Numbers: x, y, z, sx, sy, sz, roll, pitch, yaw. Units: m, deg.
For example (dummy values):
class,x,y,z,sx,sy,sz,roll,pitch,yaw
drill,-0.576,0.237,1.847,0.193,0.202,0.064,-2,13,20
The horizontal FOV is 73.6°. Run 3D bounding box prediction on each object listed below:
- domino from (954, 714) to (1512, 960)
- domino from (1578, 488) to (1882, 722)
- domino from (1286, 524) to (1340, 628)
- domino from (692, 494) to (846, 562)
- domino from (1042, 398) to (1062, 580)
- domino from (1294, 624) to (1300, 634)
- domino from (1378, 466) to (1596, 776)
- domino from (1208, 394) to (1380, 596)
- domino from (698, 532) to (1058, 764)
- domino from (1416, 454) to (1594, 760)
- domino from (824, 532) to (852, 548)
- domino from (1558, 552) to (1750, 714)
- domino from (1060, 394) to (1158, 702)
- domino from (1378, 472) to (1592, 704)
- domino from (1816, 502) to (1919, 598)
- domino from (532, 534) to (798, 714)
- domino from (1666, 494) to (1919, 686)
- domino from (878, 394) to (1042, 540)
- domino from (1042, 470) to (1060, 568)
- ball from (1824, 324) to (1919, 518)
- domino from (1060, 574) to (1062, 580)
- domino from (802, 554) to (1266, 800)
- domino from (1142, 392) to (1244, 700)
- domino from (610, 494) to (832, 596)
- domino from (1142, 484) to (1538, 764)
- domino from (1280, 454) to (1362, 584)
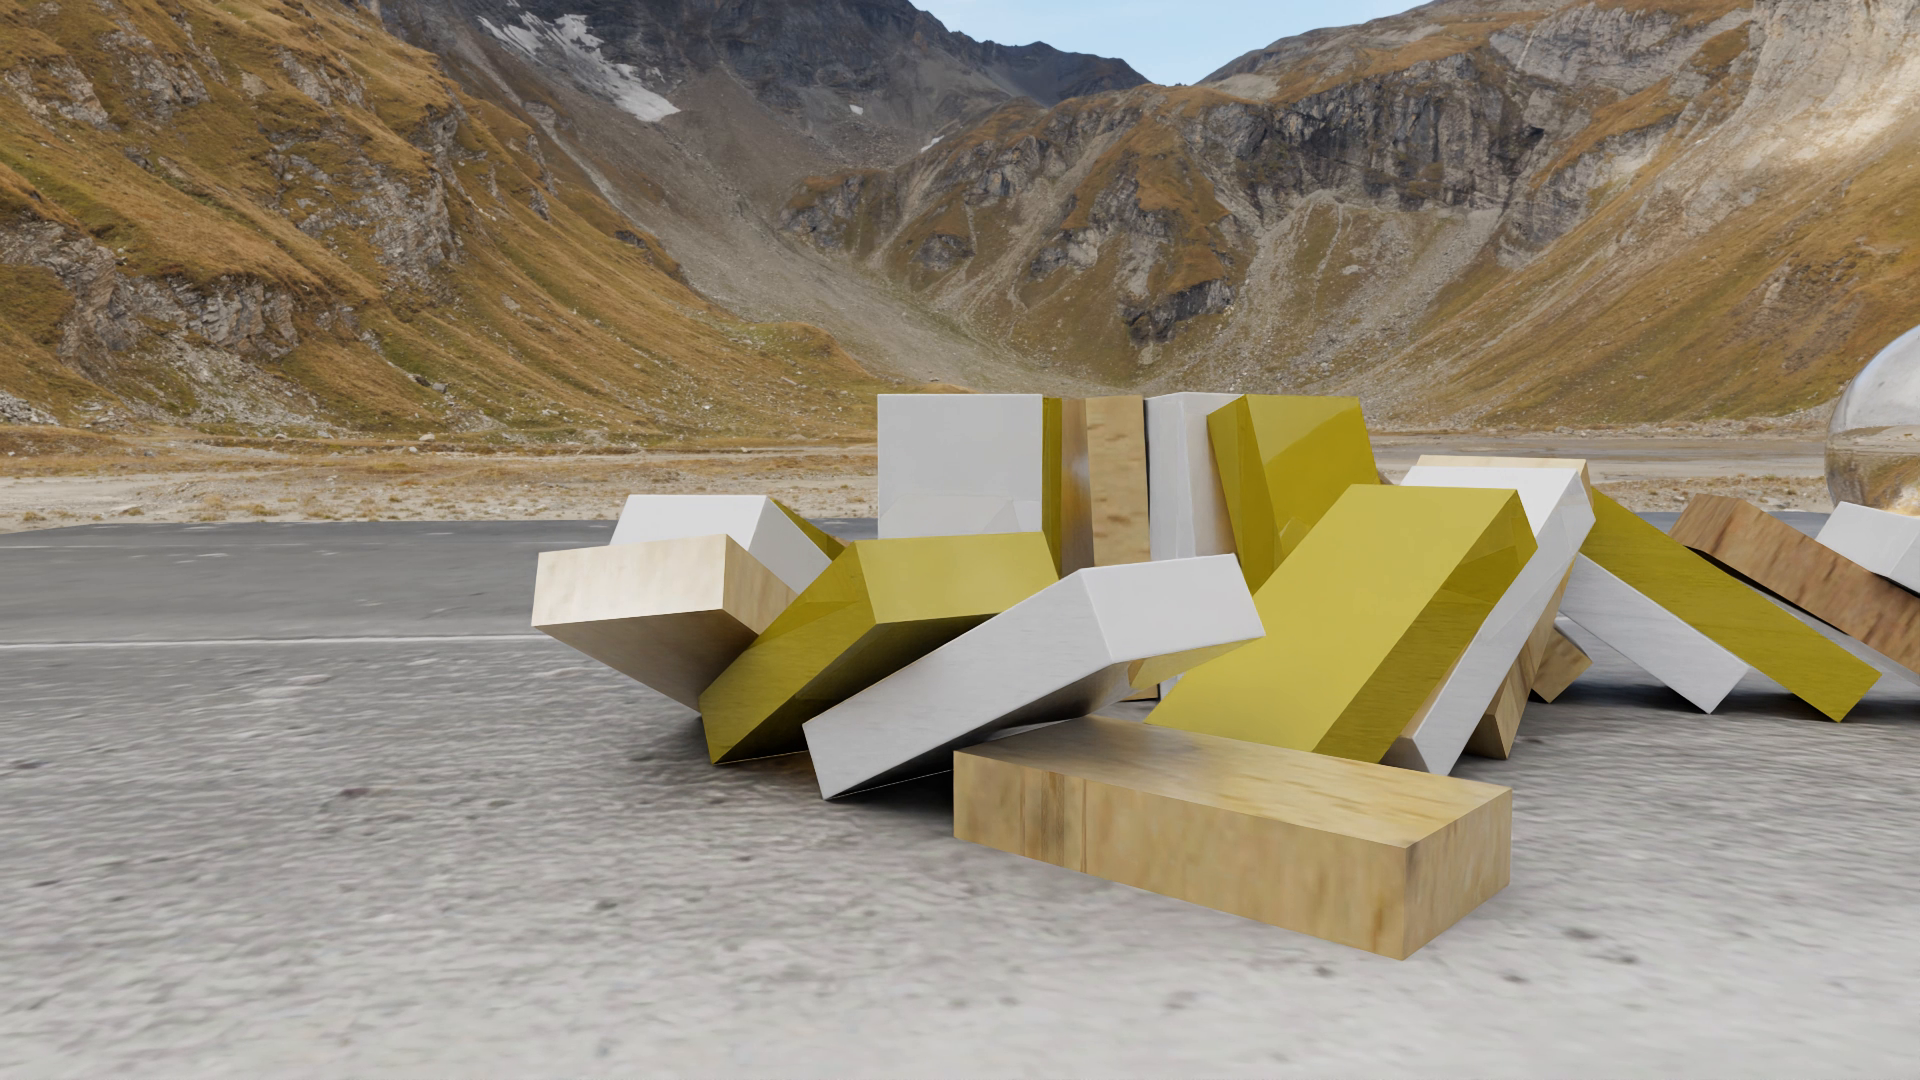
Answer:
class,x,y,z,sx,sy,sz,roll,pitch,yaw
domino,0.026,0.028,0.131,0.050,0.009,0.025,4,6,42
domino,0.121,0.009,0.212,0.050,0.009,0.025,37,15,14
domino,0.060,0.005,0.239,0.050,0.009,0.025,43,16,11
domino,-0.024,0.009,0.227,0.025,0.009,0.050,5,-24,47
domino,0.005,0.001,0.218,0.009,0.050,0.025,-3,5,-38
domino,0.046,0.004,0.243,0.050,0.009,0.025,44,16,11
domino,0.064,0.010,0.176,0.025,0.010,0.050,5,46,51
domino,0.057,0.002,0.205,0.025,0.050,0.010,-3,-15,-31
domino,-0.012,0.014,0.160,0.025,0.009,0.050,-3,-24,-34
domino,0.075,0.008,0.191,0.025,0.010,0.050,5,48,40
domino,-0.010,0.009,0.255,0.050,0.010,0.025,19,-2,11
domino,0.105,0.008,0.218,0.050,0.009,0.025,37,15,13
domino,0.025,0.001,0.222,0.009,0.050,0.025,-4,5,-8
domino,0.086,0.006,0.226,0.050,0.010,0.025,44,16,12
domino,0.162,0.011,0.197,0.050,0.009,0.025,28,12,5
domino,-0.034,0.013,0.178,0.025,0.009,0.050,-6,-21,13
domino,0.141,0.010,0.205,0.050,0.010,0.025,33,12,11
domino,0.000,0.002,0.201,0.025,0.050,0.010,0,4,0
domino,0.031,0.005,0.248,0.050,0.009,0.025,39,15,13
ball,0.271,-0.022,0.331,0.080,0.080,0.080,0,4,0
domino,0.011,0.003,0.256,0.050,0.009,0.025,38,4,11
domino,0.007,0.016,0.146,0.025,0.009,0.050,-4,-20,-43
domino,0.044,0.001,0.216,0.025,0.050,0.010,-4,-1,-41
domino,-0.030,0.010,0.204,0.025,0.009,0.050,1,-28,27
domino,0.049,0.012,0.163,0.050,0.010,0.025,-43,27,-26
domino,0.072,0.004,0.233,0.050,0.009,0.025,44,16,13
